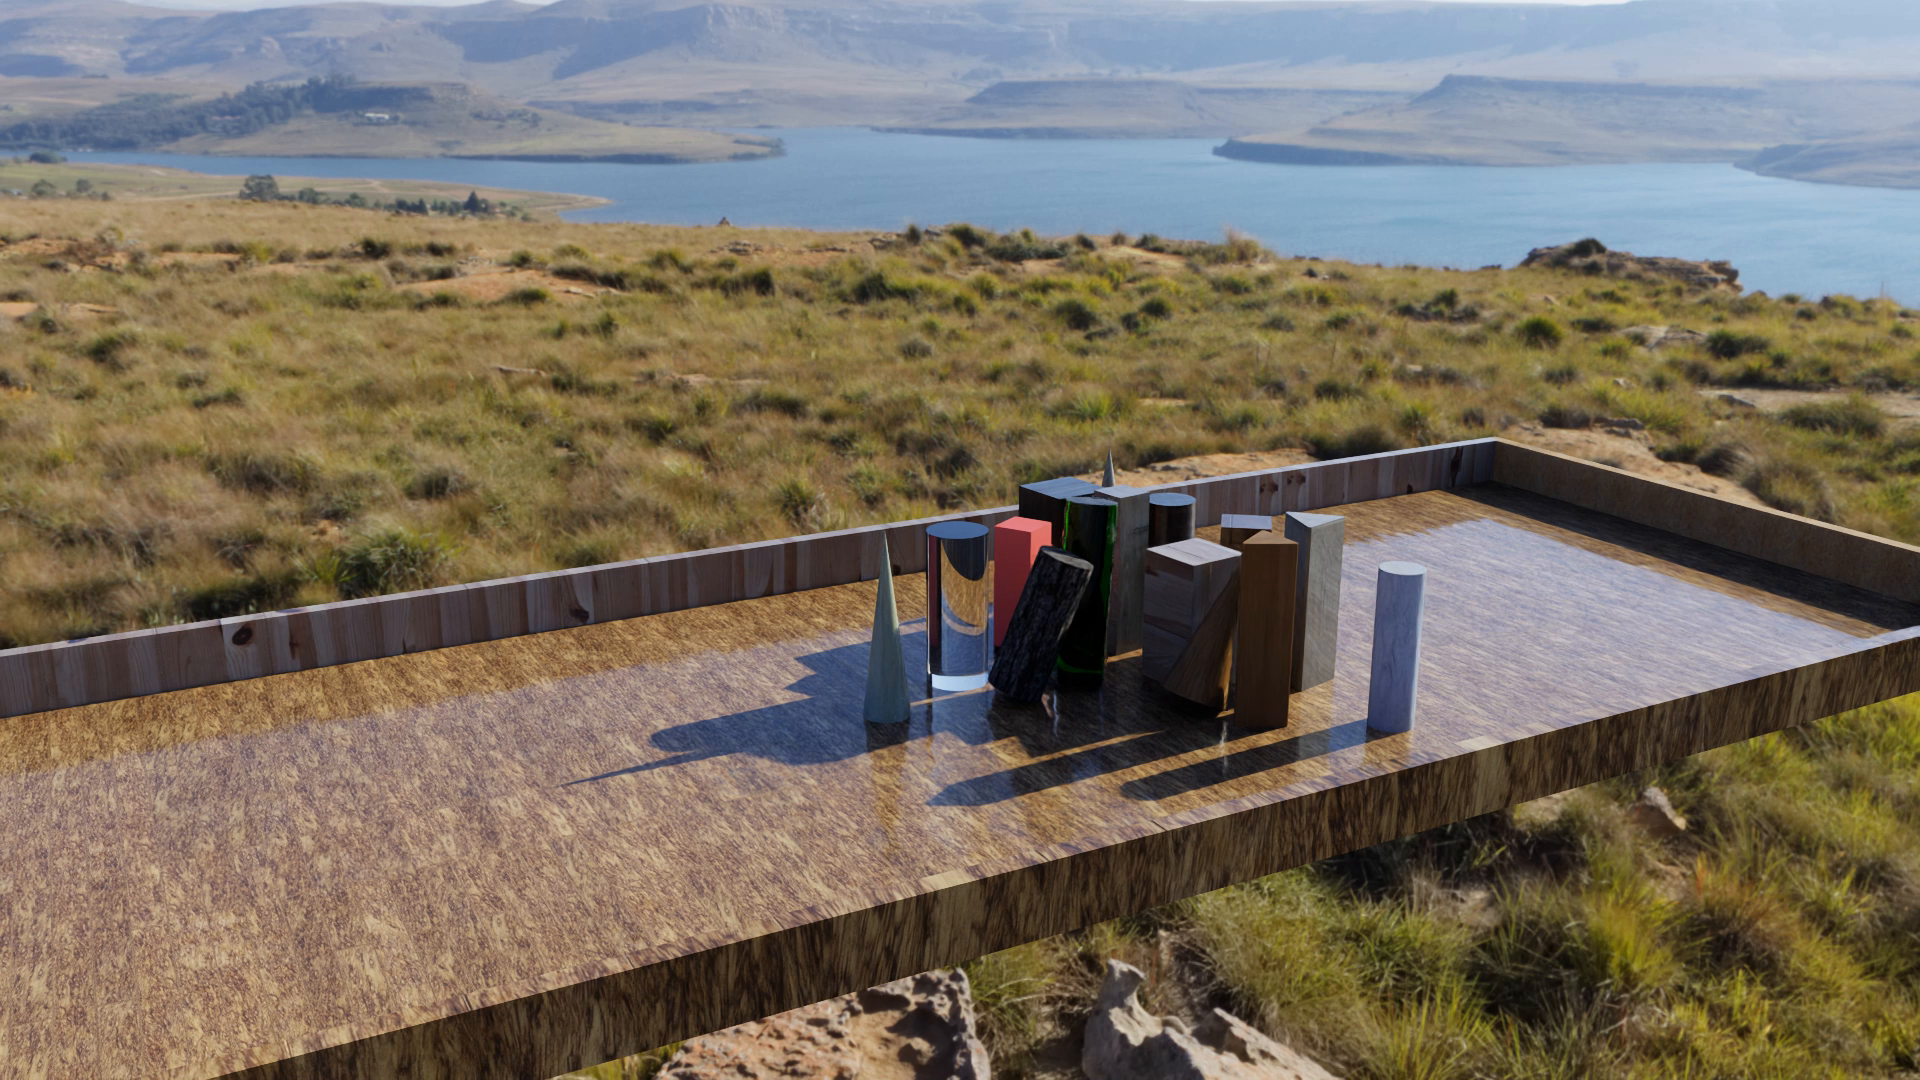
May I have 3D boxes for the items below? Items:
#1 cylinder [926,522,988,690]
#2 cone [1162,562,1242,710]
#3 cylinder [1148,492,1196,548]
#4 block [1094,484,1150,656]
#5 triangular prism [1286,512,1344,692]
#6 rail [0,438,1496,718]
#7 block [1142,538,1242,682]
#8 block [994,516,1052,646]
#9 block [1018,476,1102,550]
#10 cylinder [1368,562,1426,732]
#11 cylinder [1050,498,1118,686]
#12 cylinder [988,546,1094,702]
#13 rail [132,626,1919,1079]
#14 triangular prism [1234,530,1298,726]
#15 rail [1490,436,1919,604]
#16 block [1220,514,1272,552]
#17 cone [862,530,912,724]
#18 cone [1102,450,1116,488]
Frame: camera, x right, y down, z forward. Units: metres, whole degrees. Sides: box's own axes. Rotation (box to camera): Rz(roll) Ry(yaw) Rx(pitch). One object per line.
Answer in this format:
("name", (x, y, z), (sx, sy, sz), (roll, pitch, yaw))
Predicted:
("cylinder", (-0.006, 0.164, 4.102), (0.155, 0.393, 0.155), (0, 16, 0))
("cone", (0.623, 0.202, 3.948), (0.164, 0.371, 0.164), (20, 4, -1))
("cylinder", (0.578, 0.050, 4.585), (0.142, 0.338, 0.142), (0, 16, 0))
("block", (0.419, 0.078, 4.330), (0.102, 0.427, 0.102), (-12, 20, -36))
("triangular prism", (0.851, 0.146, 4.107), (0.141, 0.423, 0.122), (-14, 22, -40))
("rail", (-3.305, 0.497, 3.399), (12.000, 0.150, 0.050), (-9, 18, -27))
("block", (0.584, 0.187, 4.130), (0.175, 0.332, 0.175), (-11, 20, -34))
("block", (0.165, 0.117, 4.370), (0.110, 0.331, 0.110), (10, 19, 30))
("block", (0.287, 0.036, 4.571), (0.179, 0.373, 0.179), (-11, 20, -34))
("cylinder", (1.013, 0.248, 3.828), (0.107, 0.384, 0.107), (0, 16, 0))
("cylinder", (0.308, 0.128, 4.092), (0.131, 0.453, 0.131), (4, 9, -1))
("cylinder", (0.195, 0.203, 3.993), (0.139, 0.353, 0.139), (20, 12, -5))
("rail", (-2.336, 1.006, 1.665), (12.000, 0.150, 0.050), (-9, 18, -27))
("triangular prism", (0.706, 0.207, 3.857), (0.125, 0.447, 0.108), (0, 16, 0))
("rail", (2.466, -0.048, 5.253), (0.050, 0.150, 2.100), (-9, 18, -27))
("block", (0.743, 0.120, 4.329), (0.129, 0.349, 0.129), (3, 17, 9))
("cone", (-0.174, 0.195, 3.877), (0.117, 0.459, 0.117), (0, 16, 0))
("cone", (0.433, -0.068, 4.837), (0.152, 0.423, 0.152), (0, 16, 0))
